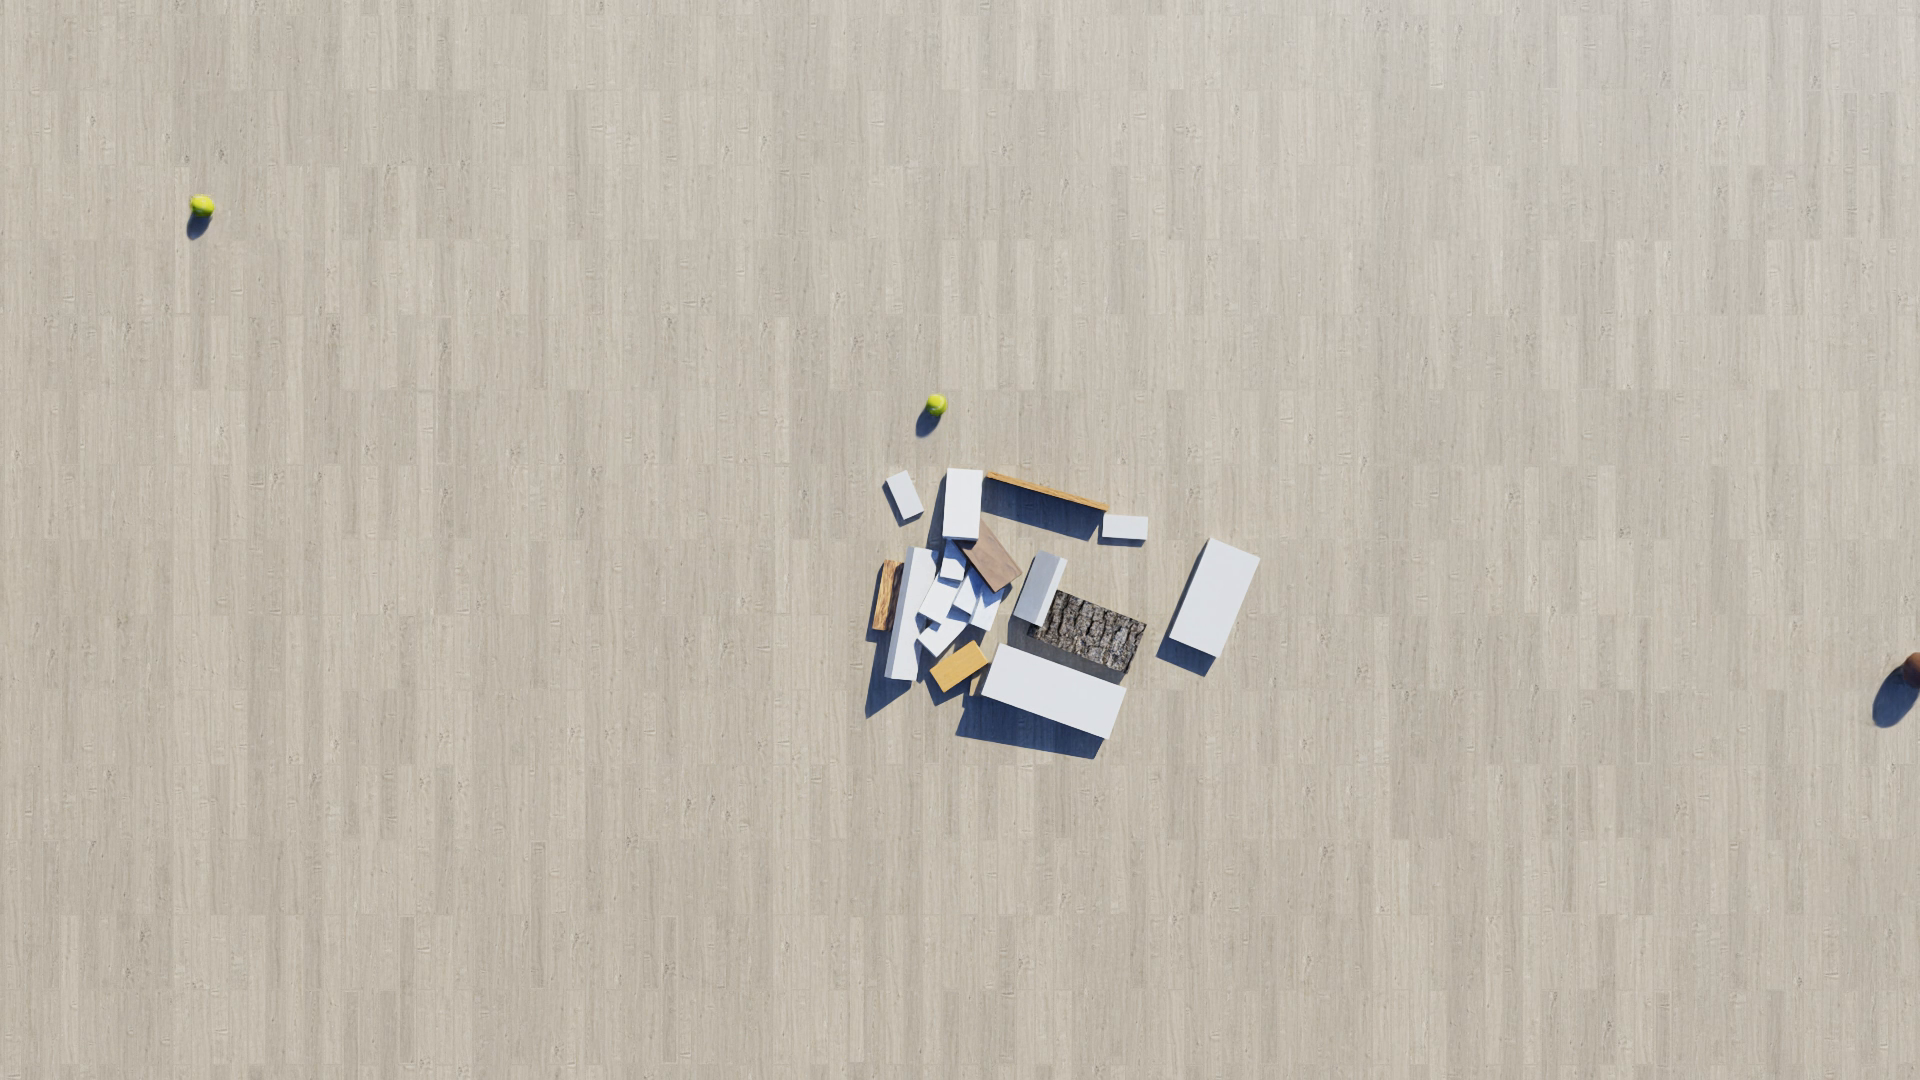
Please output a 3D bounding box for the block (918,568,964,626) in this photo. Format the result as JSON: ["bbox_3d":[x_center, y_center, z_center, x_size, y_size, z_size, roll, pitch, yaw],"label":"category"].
[{"bbox_3d":[-0.061,0.184,5.458,0.089,0.025,0.177,29,72,-4],"label":"block"}]

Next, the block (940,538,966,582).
[{"bbox_3d":[-0.016,0.057,5.469,0.076,0.021,0.151,11,74,-1],"label":"block"}]

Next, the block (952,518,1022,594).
[{"bbox_3d":[0.089,0.051,5.452,0.117,0.033,0.234,-35,82,-16],"label":"block"}]

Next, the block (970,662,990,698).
[{"bbox_3d":[0.155,0.473,5.483,0.233,0.033,0.117,8,90,0],"label":"block"}]

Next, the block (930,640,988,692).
[{"bbox_3d":[-0.003,0.419,5.465,0.177,0.025,0.089,-35,81,10],"label":"block"}]

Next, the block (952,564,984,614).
[{"bbox_3d":[0.039,0.164,5.462,0.076,0.021,0.151,31,77,-19],"label":"block"}]

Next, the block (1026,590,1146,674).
[{"bbox_3d":[0.420,0.297,5.475,0.356,0.050,0.178,21,90,0],"label":"block"}]

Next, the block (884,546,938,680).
[{"bbox_3d":[-0.159,0.243,5.446,0.033,0.117,0.436,10,90,43],"label":"block"}]

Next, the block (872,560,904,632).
[{"bbox_3d":[-0.212,0.189,5.483,0.117,0.033,0.233,10,90,0],"label":"block"}]

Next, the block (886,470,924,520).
[{"bbox_3d":[-0.182,-0.150,5.490,0.074,0.021,0.148,-24,90,0],"label":"block"}]

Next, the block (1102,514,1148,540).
[{"bbox_3d":[0.549,-0.043,5.490,0.148,0.021,0.074,4,90,0],"label":"block"}]

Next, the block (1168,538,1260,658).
[{"bbox_3d":[0.842,0.191,5.475,0.178,0.050,0.356,23,90,0],"label":"block"}]

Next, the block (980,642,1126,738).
[{"bbox_3d":[0.307,0.498,5.446,0.451,0.050,0.178,20,89,-7],"label":"block"}]

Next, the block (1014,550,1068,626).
[{"bbox_3d":[0.265,0.157,5.444,0.033,0.117,0.234,21,90,-39],"label":"block"}]

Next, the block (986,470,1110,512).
[{"bbox_3d":[0.291,-0.162,5.463,0.415,0.074,0.021,16,90,0],"label":"block"}]

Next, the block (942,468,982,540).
[{"bbox_3d":[0.009,-0.117,5.451,0.117,0.033,0.234,4,74,0],"label":"block"}]

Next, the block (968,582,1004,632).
[{"bbox_3d":[0.088,0.218,5.462,0.076,0.021,0.151,24,81,-28],"label":"block"}]

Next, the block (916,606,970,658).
[{"bbox_3d":[-0.050,0.295,5.465,0.089,0.025,0.177,45,75,0],"label":"block"}]
